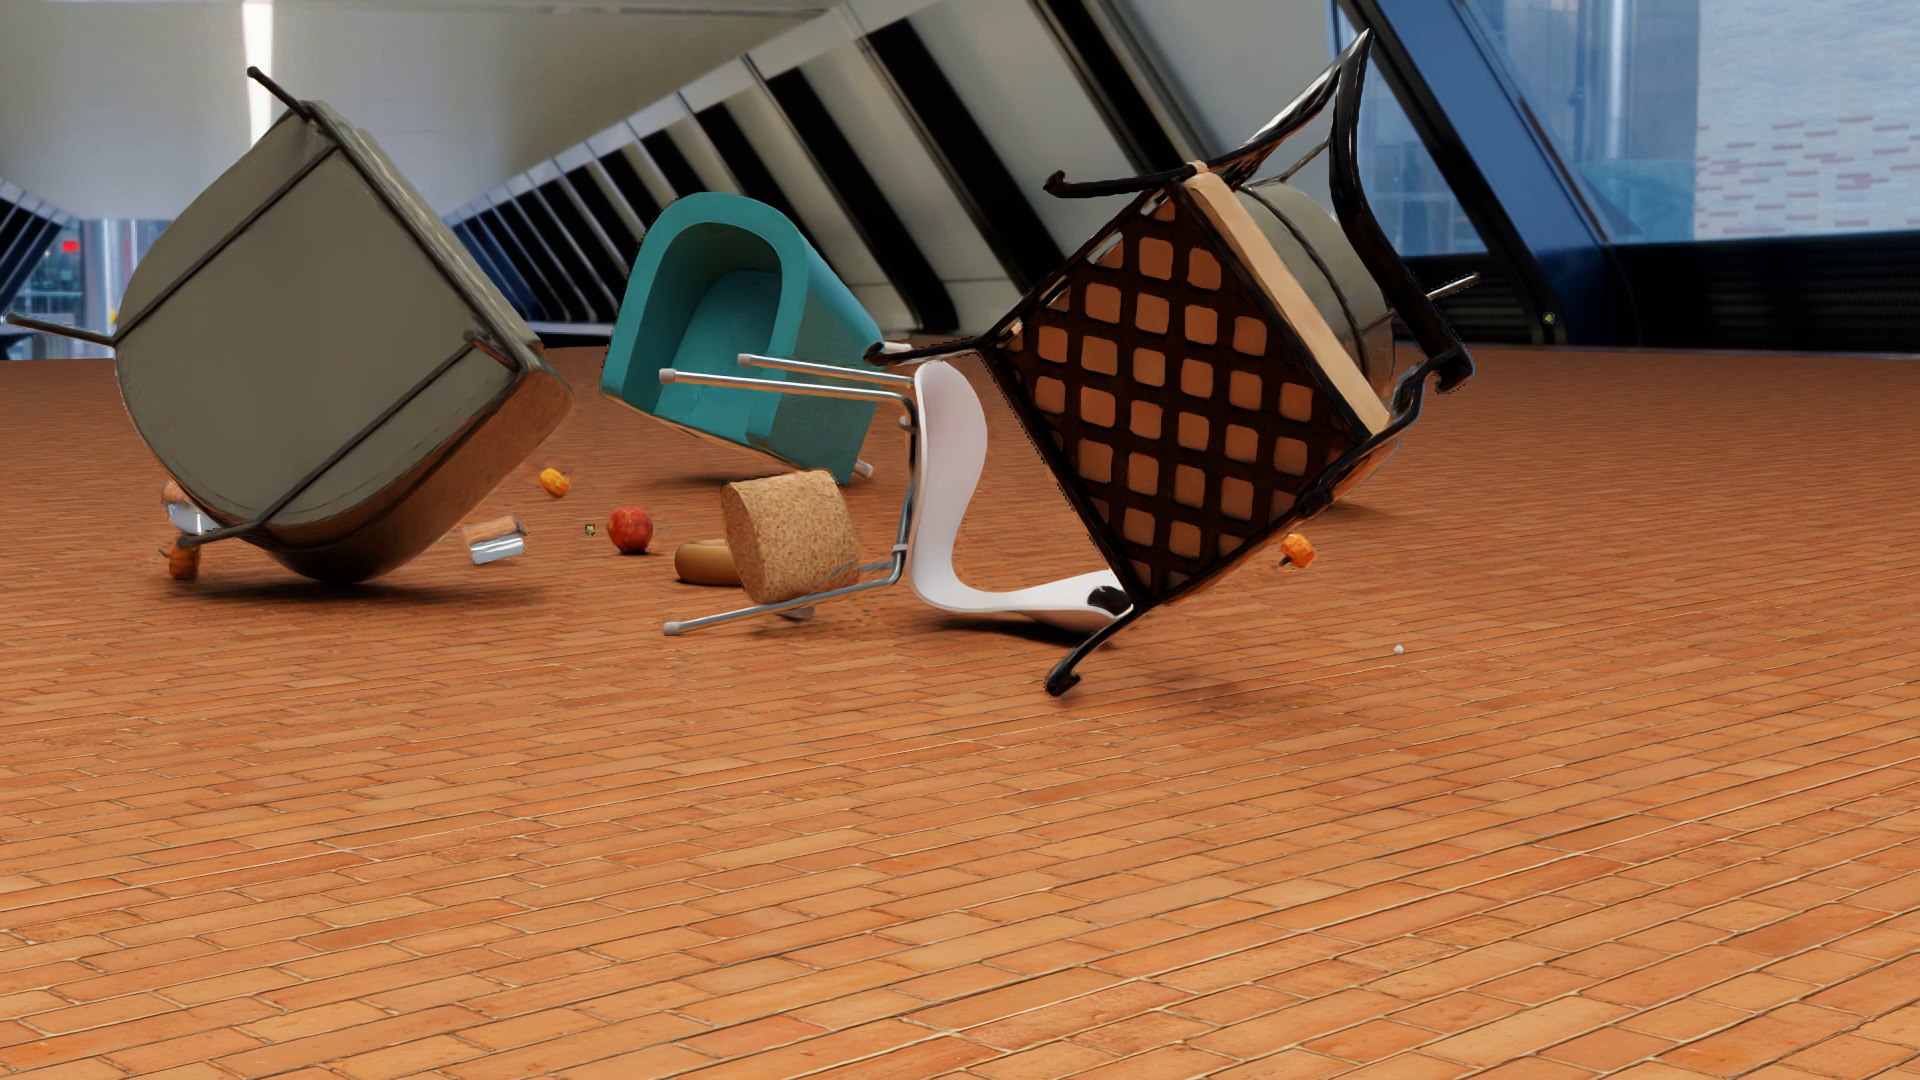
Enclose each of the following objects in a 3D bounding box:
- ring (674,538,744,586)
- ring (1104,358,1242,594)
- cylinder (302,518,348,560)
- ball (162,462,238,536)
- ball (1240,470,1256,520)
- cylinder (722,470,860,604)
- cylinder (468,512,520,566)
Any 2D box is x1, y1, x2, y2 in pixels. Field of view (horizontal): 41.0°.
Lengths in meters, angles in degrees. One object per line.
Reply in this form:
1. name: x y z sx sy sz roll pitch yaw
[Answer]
1. ring: -0.512 0.049 5.522 0.249 0.088 0.161 4 9 42
2. ring: 0.447 -0.133 5.340 0.354 0.490 0.092 -5 0 -36
3. cylinder: -1.425 -0.002 5.756 0.116 0.061 0.062 17 40 42
4. ball: -1.932 -0.105 6.520 0.186 0.186 0.186 0 6 0
5. ball: 0.718 -0.122 6.866 0.150 0.150 0.150 0 6 0
6. cylinder: -0.314 -0.007 4.772 0.217 0.235 0.094 -10 -11 -39
7. cylinder: -1.071 0.000 5.894 0.118 0.046 0.121 -41 20 5
